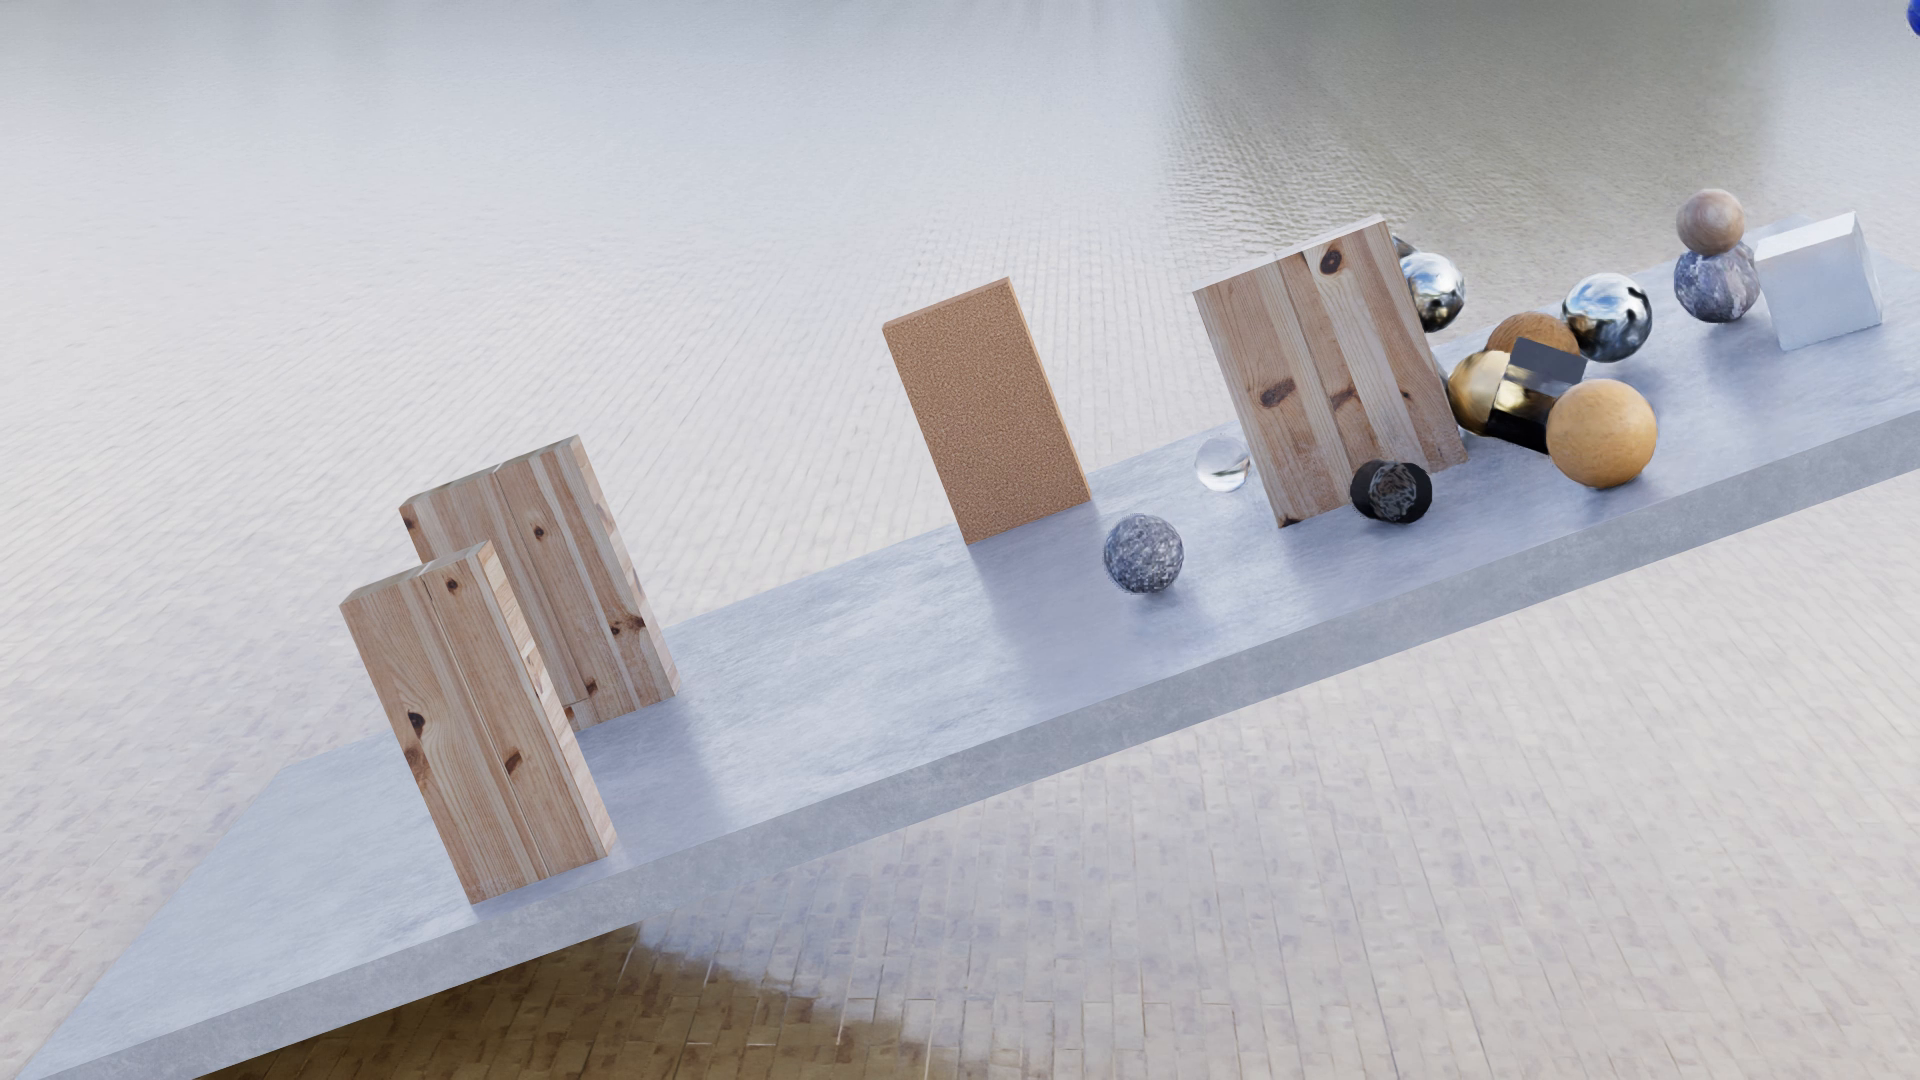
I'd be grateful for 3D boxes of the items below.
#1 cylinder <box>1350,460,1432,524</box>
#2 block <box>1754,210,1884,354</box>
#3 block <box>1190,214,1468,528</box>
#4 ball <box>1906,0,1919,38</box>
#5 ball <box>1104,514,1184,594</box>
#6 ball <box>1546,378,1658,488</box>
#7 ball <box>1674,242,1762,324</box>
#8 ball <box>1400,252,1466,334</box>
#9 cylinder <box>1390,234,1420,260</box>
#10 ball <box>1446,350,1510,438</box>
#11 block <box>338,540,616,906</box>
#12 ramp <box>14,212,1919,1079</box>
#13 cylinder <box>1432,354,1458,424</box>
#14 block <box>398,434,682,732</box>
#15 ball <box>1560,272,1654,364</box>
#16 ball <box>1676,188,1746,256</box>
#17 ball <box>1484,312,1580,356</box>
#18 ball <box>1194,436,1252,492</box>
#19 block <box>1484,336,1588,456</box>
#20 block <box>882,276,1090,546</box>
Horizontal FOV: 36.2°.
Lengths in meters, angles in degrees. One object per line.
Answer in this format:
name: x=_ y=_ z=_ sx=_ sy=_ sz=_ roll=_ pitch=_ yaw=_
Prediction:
cylinder: x=0.835 y=-0.094 z=5.696 sx=0.117 sy=0.117 sz=0.117 roll=-4 pitch=6 yaw=-18
block: x=1.710 y=-0.514 z=5.851 sx=0.194 sy=0.194 sz=0.194 roll=-16 pitch=13 yaw=23
block: x=0.749 y=-0.342 z=5.973 sx=0.406 sy=0.520 sz=0.113 roll=-20 pitch=12 yaw=7
ball: x=1.880 y=-1.014 z=5.657 sx=0.113 sy=0.113 sz=0.113 roll=0 pitch=13 yaw=0
ball: x=0.367 y=0.028 z=5.874 sx=0.160 sy=0.160 sz=0.160 roll=0 pitch=13 yaw=0
ball: x=1.168 y=-0.195 z=5.356 sx=0.200 sy=0.200 sz=0.200 roll=0 pitch=13 yaw=0
ball: x=1.607 y=-0.553 z=6.235 sx=0.185 sy=0.185 sz=0.185 roll=0 pitch=13 yaw=0
ball: x=0.960 y=-0.511 z=6.078 sx=0.169 sy=0.169 sz=0.169 roll=0 pitch=13 yaw=0
cylinder: x=0.935 y=-0.608 z=6.622 sx=0.167 sy=0.167 sz=0.167 roll=28 pitch=11 yaw=-6
ball: x=1.083 y=-0.299 z=6.002 sx=0.179 sy=0.179 sz=0.179 roll=0 pitch=13 yaw=0
block: x=-0.904 y=0.345 z=5.546 sx=0.282 sy=0.625 sz=0.119 roll=-20 pitch=12 yaw=7
ramp: x=0.119 y=0.175 z=6.294 sx=4.000 sy=0.100 sz=2.000 roll=-20 pitch=12 yaw=7
cylinder: x=0.972 y=-0.292 z=6.168 sx=0.144 sy=0.144 sz=0.144 roll=-30 pitch=-12 yaw=-7
block: x=-0.941 y=0.127 z=6.621 sx=0.415 sy=0.616 sz=0.115 roll=-20 pitch=12 yaw=7
ball: x=1.360 y=-0.468 z=6.184 sx=0.191 sy=0.191 sz=0.191 roll=0 pitch=13 yaw=0
ball: x=1.562 y=-0.661 z=6.119 sx=0.141 sy=0.141 sz=0.141 roll=0 pitch=13 yaw=0
ball: x=1.193 y=-0.377 z=6.135 sx=0.200 sy=0.200 sz=0.200 roll=0 pitch=13 yaw=0
ball: x=0.579 y=-0.167 z=6.467 sx=0.125 sy=0.125 sz=0.125 roll=0 pitch=13 yaw=0
block: x=1.122 y=-0.280 z=5.734 sx=0.143 sy=0.143 sz=0.143 roll=20 pitch=45 yaw=8
block: x=0.065 y=-0.304 z=6.939 sx=0.314 sy=0.552 sz=0.102 roll=-20 pitch=12 yaw=7
